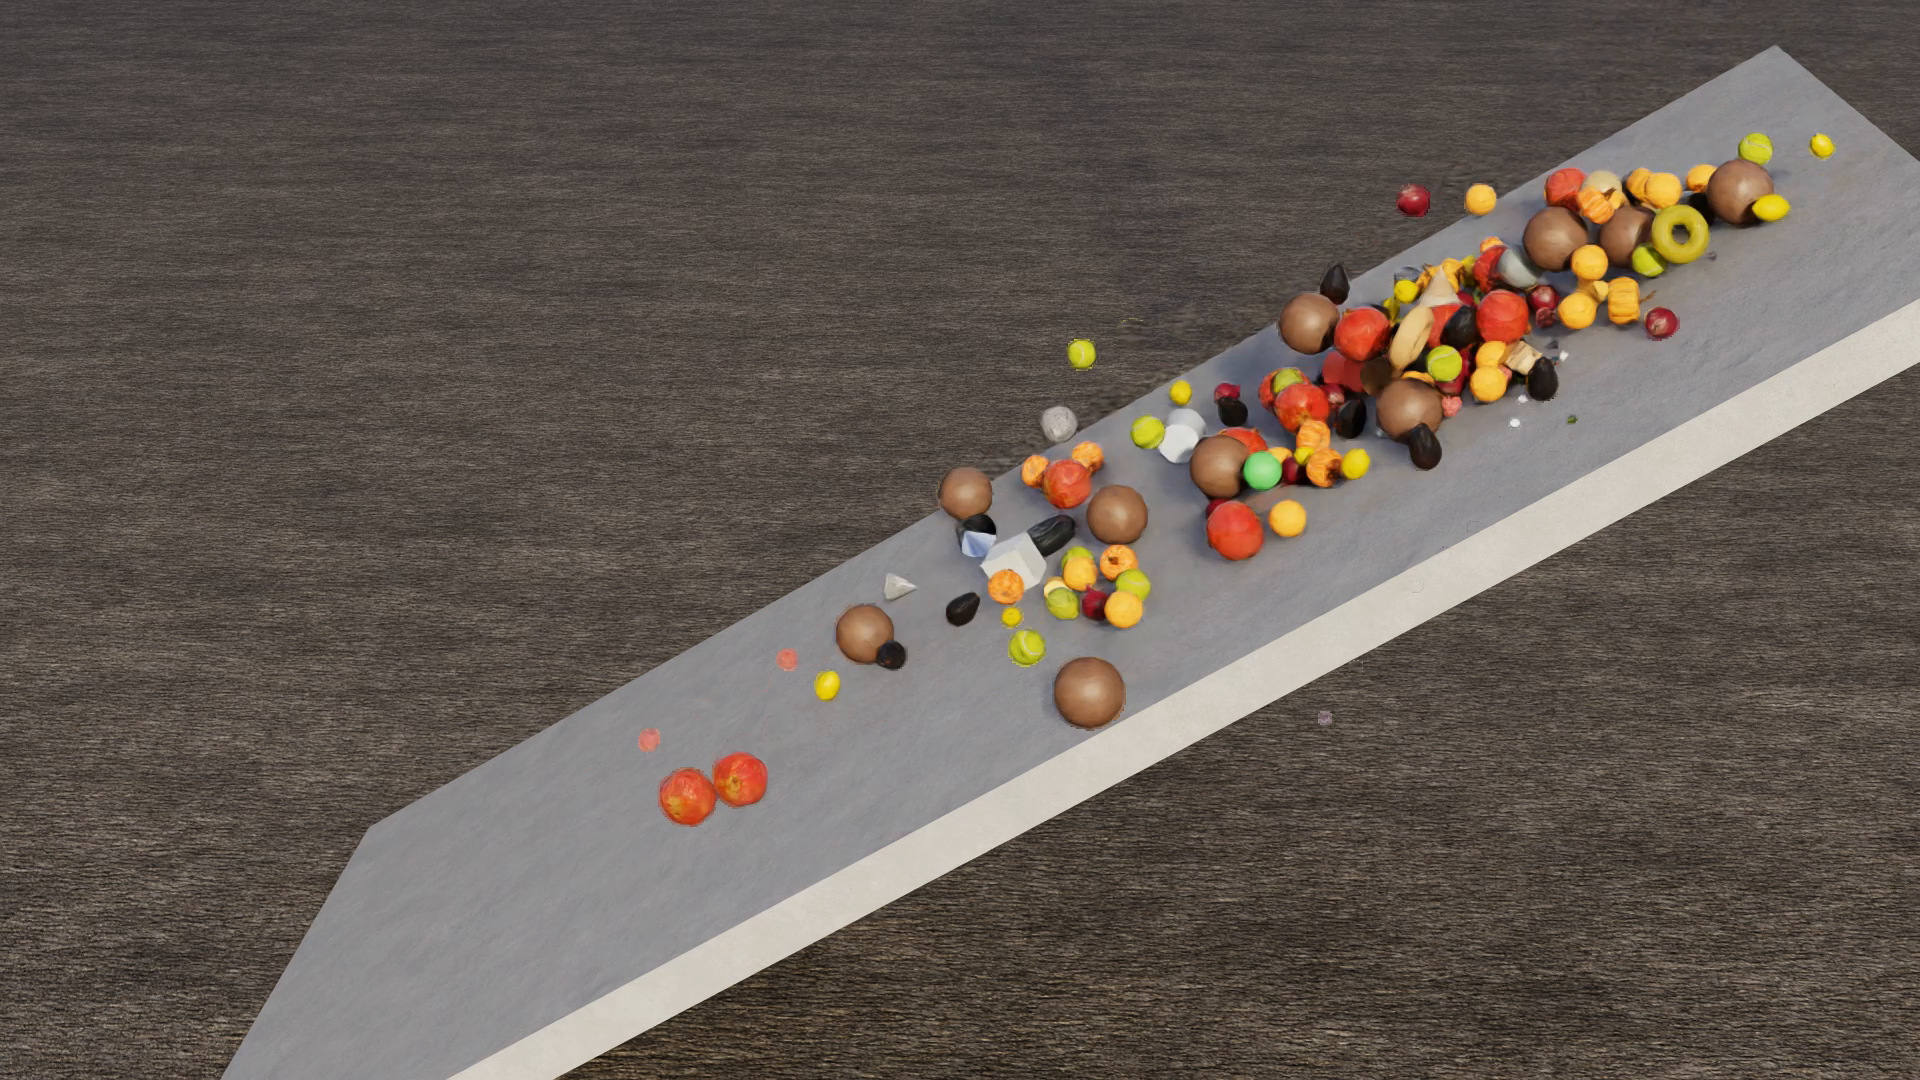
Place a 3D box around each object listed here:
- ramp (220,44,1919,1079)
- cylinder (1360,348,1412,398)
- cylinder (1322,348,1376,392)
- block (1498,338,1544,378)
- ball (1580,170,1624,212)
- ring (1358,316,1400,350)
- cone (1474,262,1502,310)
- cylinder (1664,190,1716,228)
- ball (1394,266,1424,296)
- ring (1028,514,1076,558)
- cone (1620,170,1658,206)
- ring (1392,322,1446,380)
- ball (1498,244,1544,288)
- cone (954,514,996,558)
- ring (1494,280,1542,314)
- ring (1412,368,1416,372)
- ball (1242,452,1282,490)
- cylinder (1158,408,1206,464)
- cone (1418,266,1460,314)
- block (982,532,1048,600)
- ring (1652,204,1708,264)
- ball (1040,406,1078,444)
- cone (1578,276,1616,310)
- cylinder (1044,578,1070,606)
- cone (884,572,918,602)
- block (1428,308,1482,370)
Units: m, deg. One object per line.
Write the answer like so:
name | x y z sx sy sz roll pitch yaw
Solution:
ramp | 0.142 0.168 6.287 4.000 0.100 2.000 -29 15 12
cylinder | 0.871 -0.340 6.005 0.088 0.088 0.088 7 17 20
cylinder | 0.827 -0.358 6.209 0.093 0.093 0.093 -7 6 -20
block | 1.082 -0.351 5.684 0.055 0.055 0.055 32 3 -8
ball | 1.290 -0.701 5.916 0.084 0.084 0.084 0 19 0
ring | 0.920 -0.455 6.450 0.106 0.035 0.106 -30 16 9
cone | 1.119 -0.529 6.271 0.092 0.092 0.092 26 -9 5
cylinder | 1.467 -0.662 5.910 0.077 0.077 0.077 -5 11 -13
ball | 0.966 -0.558 6.333 0.066 0.066 0.066 0 19 0
ring | 0.188 -0.004 6.459 0.147 0.049 0.147 -29 14 8
cone | 1.428 -0.723 6.195 0.083 0.083 0.083 5 33 13
ring | 0.927 -0.384 5.944 0.048 0.143 0.143 -41 9 19
ball | 1.134 -0.553 5.946 0.091 0.091 0.091 0 19 0
cone | 0.012 -0.019 6.417 0.097 0.097 0.097 -11 17 -30
ring | 1.143 -0.503 6.030 0.098 0.098 0.033 3 42 9
ring | 0.974 -0.384 6.109 0.104 0.035 0.104 -31 14 9
ball | 0.597 -0.136 5.808 0.077 0.077 0.077 0 19 0
cylinder | 0.490 -0.230 6.478 0.093 0.093 0.093 4 25 12
cone | 0.974 -0.519 5.966 0.087 0.087 0.087 -2 35 1
block | 0.117 0.055 6.324 0.092 0.092 0.092 -25 16 25
ring | 1.376 -0.585 5.623 0.117 0.117 0.039 -4 -5 -11
ball | 0.226 -0.265 6.765 0.088 0.088 0.088 0 19 0
cone | 1.275 -0.498 5.842 0.070 0.070 0.070 -18 24 -20
cylinder | 0.198 0.105 6.052 0.052 0.052 0.052 0 4 0
cone | -0.128 0.109 6.773 0.071 0.071 0.071 2 19 17
block | 0.997 -0.418 6.013 0.087 0.087 0.087 -36 36 -15
